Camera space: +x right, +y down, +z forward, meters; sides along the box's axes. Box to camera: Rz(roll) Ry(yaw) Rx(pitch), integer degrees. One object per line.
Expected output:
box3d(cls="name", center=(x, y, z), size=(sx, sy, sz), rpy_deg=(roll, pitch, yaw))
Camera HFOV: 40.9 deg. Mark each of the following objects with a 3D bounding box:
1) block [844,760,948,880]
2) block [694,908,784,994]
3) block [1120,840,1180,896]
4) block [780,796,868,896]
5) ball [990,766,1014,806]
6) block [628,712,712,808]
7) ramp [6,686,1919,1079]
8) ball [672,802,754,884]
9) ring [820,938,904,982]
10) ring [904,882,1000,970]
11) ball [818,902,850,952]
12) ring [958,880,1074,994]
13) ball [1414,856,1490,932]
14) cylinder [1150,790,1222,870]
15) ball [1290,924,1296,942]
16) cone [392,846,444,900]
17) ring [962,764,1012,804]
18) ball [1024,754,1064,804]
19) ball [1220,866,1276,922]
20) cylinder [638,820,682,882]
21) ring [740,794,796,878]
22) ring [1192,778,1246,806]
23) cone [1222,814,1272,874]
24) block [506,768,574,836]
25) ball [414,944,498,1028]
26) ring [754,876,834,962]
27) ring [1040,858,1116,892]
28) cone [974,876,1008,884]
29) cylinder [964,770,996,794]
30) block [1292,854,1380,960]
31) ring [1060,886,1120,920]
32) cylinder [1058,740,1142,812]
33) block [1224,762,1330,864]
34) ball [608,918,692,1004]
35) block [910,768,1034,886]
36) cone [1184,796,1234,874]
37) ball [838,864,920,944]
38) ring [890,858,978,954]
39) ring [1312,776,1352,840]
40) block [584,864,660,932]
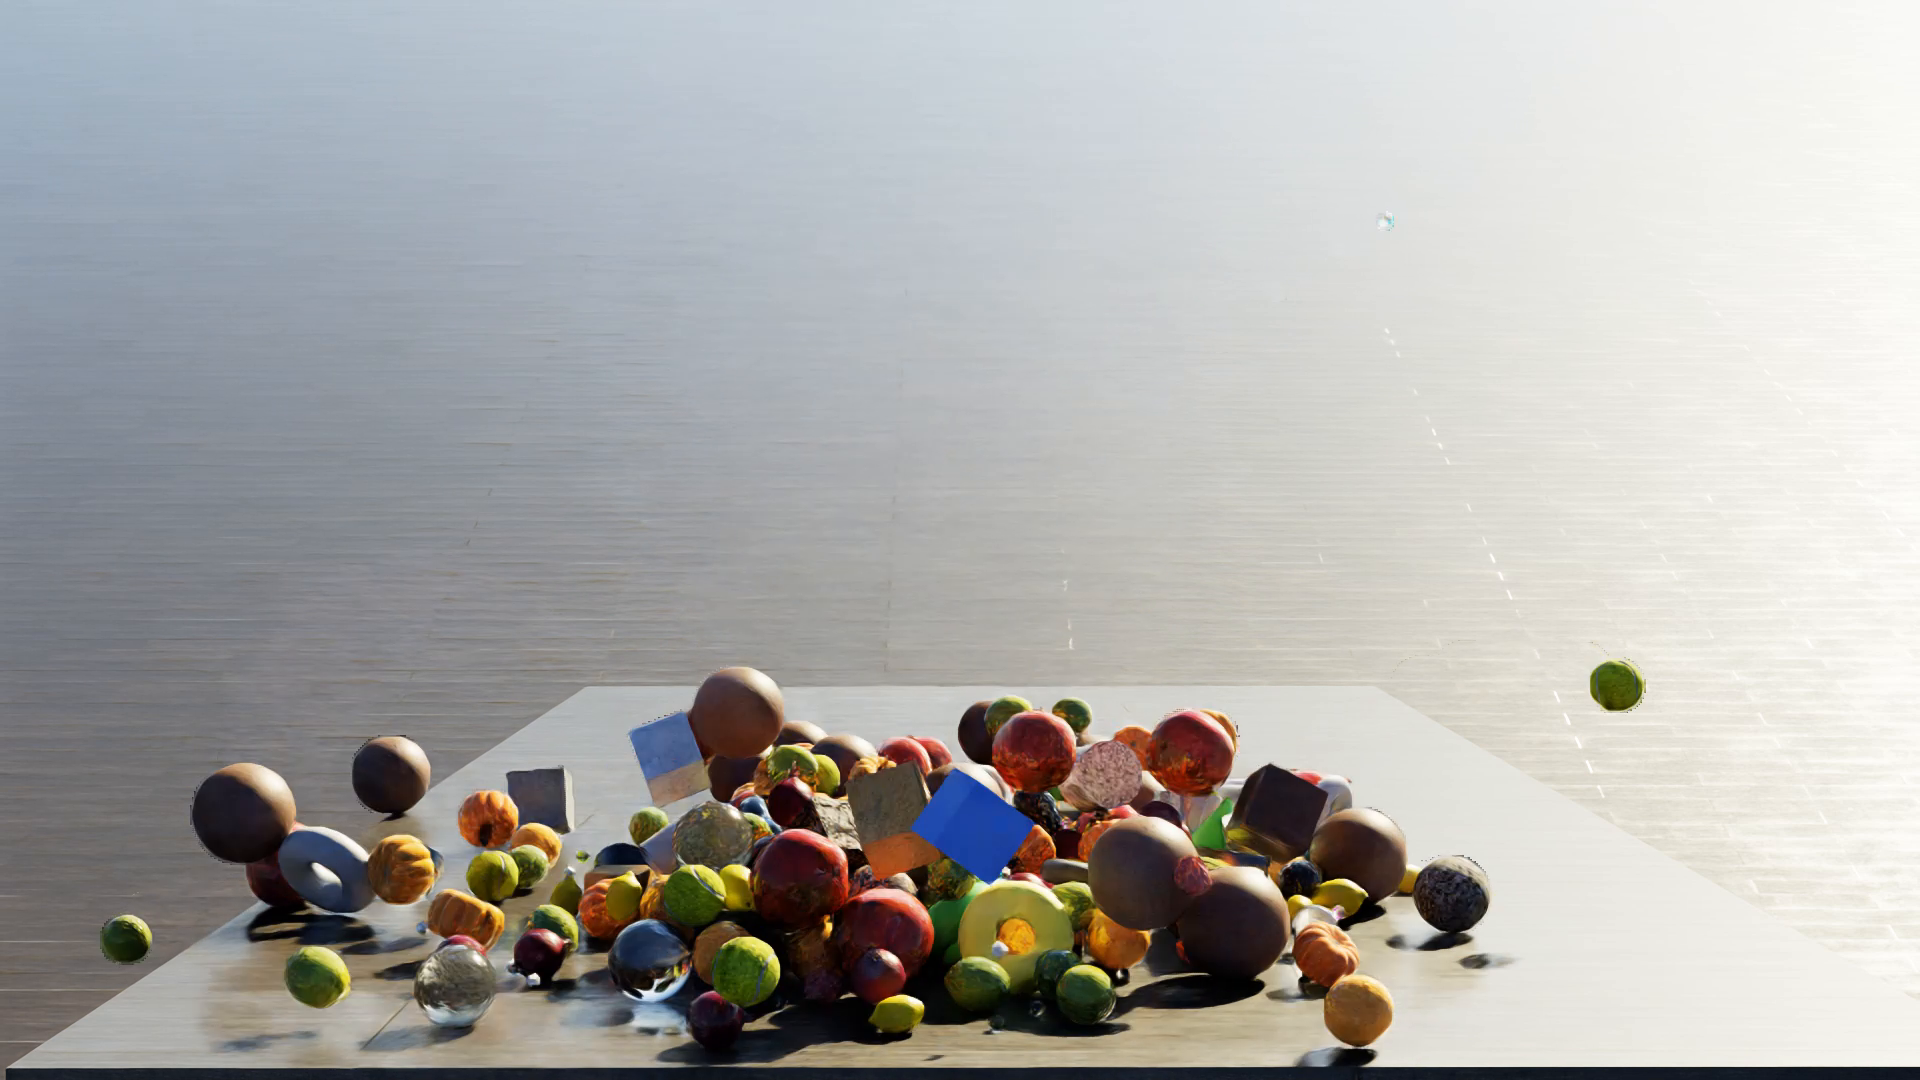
box3d(cls="block", center=(-0.070, 0.309, 2.841), size=(0.083, 0.083, 0.083), rpy_deg=(-18, 54, 0))
box3d(cls="block", center=(-0.251, 0.467, 2.926), size=(0.079, 0.079, 0.079), rpy_deg=(1, 2, 14))
box3d(cls="block", center=(0.260, 0.451, 3.544), size=(0.064, 0.064, 0.064), rpy_deg=(-1, 2, -18))
box3d(cls="block", center=(-0.151, 0.364, 3.055), size=(0.079, 0.079, 0.079), rpy_deg=(12, 35, -36))
box3d(cls="ball", center=(0.043, 0.413, 4.196), size=(0.092, 0.092, 0.092), rpy_deg=(0, 24, 0))
box3d(cls="block", center=(-0.383, 0.291, 3.406), size=(0.079, 0.079, 0.079), rpy_deg=(-20, 57, -8))
box3d(cls="ramp", center=(0.055, 0.496, 4.544), size=(2.000, 0.100, 4.000), rpy_deg=(0, 2, 0))
box3d(cls="ball", center=(-0.292, 0.358, 3.054), size=(0.097, 0.097, 0.097), rpy_deg=(0, 24, 0))
box3d(cls="ring", center=(-0.113, 0.485, 2.975), size=(0.098, 0.033, 0.098), rpy_deg=(8, 3, -1))
box3d(cls="ring", center=(0.001, 0.449, 2.994), size=(0.147, 0.147, 0.049), rpy_deg=(-17, 63, -34))
box3d(cls="ball", center=(-0.162, 0.469, 3.120), size=(0.061, 0.061, 0.061), rpy_deg=(0, 24, 0))
box3d(cls="ring", center=(0.063, 0.448, 2.903), size=(0.131, 0.044, 0.131), rpy_deg=(0, 67, -1))
box3d(cls="ball", center=(0.620, 0.446, 3.245), size=(0.096, 0.096, 0.096), rpy_deg=(0, 24, 0))
box3d(cls="cylinder", center=(0.323, 0.416, 3.696), size=(0.098, 0.098, 0.098), rpy_deg=(6, -14, 1))
box3d(cls="ball", center=(0.429, 0.470, 3.113), size=(0.058, 0.058, 0.058), rpy_deg=(0, 24, 0))
box3d(cls="cone", center=(-0.733, 0.469, 3.510), size=(0.072, 0.072, 0.072), rpy_deg=(-8, 31, -17))
box3d(cls="ring", center=(0.038, 0.393, 4.003), size=(0.096, 0.032, 0.096), rpy_deg=(20, 49, -25))
box3d(cls="ball", center=(0.131, 0.350, 3.778), size=(0.072, 0.072, 0.072), rpy_deg=(0, 24, 0))
box3d(cls="ball", center=(0.371, 0.456, 3.318), size=(0.072, 0.072, 0.072), rpy_deg=(0, 24, 0))
box3d(cls="cylinder", center=(-0.367, 0.393, 3.261), size=(0.057, 0.057, 0.057), rpy_deg=(-35, 37, -19))
box3d(cls="ring", center=(-0.231, 0.380, 3.288), size=(0.045, 0.134, 0.134), rpy_deg=(-43, 25, 8))
box3d(cls="ring", center=(0.456, 0.431, 4.367), size=(0.130, 0.043, 0.130), rpy_deg=(-1, 1, 0))
box3d(cls="cone", center=(0.379, 0.434, 3.455), size=(0.097, 0.097, 0.097), rpy_deg=(19, 16, -6))
box3d(cls="block", center=(-0.644, 0.403, 3.957), size=(0.088, 0.088, 0.088), rpy_deg=(-4, -13, -2))
box3d(cls="ball", center=(-0.533, 0.471, 2.720), size=(0.087, 0.087, 0.087), rpy_deg=(0, 24, 0))
box3d(cls="ring", center=(-0.199, 0.450, 3.054), size=(0.106, 0.106, 0.035), rpy_deg=(-13, 14, -26))
box3d(cls="ring", center=(0.143, 0.407, 3.123), size=(0.093, 0.031, 0.093), rpy_deg=(10, -6, 1))
box3d(cls="cone", center=(0.040, 0.440, 3.197), size=(0.096, 0.096, 0.096), rpy_deg=(20, 23, 37))
box3d(cls="cylinder", center=(0.019, 0.393, 3.711), size=(0.087, 0.087, 0.087), rpy_deg=(-16, 49, -31))
box3d(cls="block", center=(0.445, 0.436, 3.059), size=(0.091, 0.091, 0.091), rpy_deg=(-1, 23, 2))
box3d(cls="ring", center=(0.168, 0.463, 3.348), size=(0.081, 0.027, 0.081), rpy_deg=(11, 29, -6))
box3d(cls="cylinder", center=(0.194, 0.329, 3.585), size=(0.094, 0.094, 0.094), rpy_deg=(-8, -7, -17))
box3d(cls="block", center=(0.396, 0.344, 3.230), size=(0.085, 0.085, 0.085), rpy_deg=(27, 70, -3))
box3d(cls="ball", center=(-0.341, 0.464, 2.838), size=(0.092, 0.092, 0.092), rpy_deg=(0, 24, 0))
box3d(cls="block", center=(0.013, 0.297, 2.668), size=(0.079, 0.079, 0.079), rpy_deg=(38, -7, -18))
box3d(cls="cone", center=(0.359, 0.386, 3.497), size=(0.097, 0.097, 0.097), rpy_deg=(3, 32, -2))
box3d(cls="ball", center=(-0.094, 0.424, 3.004), size=(0.094, 0.094, 0.094), rpy_deg=(0, 24, 0))
box3d(cls="ring", center=(-0.039, 0.436, 3.083), size=(0.132, 0.132, 0.044), rpy_deg=(1, 2, 3))
box3d(cls="ring", center=(0.511, 0.370, 3.560), size=(0.031, 0.093, 0.093), rpy_deg=(13, 26, 37))
box3d(cls="block", center=(-0.430, 0.456, 3.281), size=(0.074, 0.074, 0.074), rpy_deg=(-1, 2, 11))
